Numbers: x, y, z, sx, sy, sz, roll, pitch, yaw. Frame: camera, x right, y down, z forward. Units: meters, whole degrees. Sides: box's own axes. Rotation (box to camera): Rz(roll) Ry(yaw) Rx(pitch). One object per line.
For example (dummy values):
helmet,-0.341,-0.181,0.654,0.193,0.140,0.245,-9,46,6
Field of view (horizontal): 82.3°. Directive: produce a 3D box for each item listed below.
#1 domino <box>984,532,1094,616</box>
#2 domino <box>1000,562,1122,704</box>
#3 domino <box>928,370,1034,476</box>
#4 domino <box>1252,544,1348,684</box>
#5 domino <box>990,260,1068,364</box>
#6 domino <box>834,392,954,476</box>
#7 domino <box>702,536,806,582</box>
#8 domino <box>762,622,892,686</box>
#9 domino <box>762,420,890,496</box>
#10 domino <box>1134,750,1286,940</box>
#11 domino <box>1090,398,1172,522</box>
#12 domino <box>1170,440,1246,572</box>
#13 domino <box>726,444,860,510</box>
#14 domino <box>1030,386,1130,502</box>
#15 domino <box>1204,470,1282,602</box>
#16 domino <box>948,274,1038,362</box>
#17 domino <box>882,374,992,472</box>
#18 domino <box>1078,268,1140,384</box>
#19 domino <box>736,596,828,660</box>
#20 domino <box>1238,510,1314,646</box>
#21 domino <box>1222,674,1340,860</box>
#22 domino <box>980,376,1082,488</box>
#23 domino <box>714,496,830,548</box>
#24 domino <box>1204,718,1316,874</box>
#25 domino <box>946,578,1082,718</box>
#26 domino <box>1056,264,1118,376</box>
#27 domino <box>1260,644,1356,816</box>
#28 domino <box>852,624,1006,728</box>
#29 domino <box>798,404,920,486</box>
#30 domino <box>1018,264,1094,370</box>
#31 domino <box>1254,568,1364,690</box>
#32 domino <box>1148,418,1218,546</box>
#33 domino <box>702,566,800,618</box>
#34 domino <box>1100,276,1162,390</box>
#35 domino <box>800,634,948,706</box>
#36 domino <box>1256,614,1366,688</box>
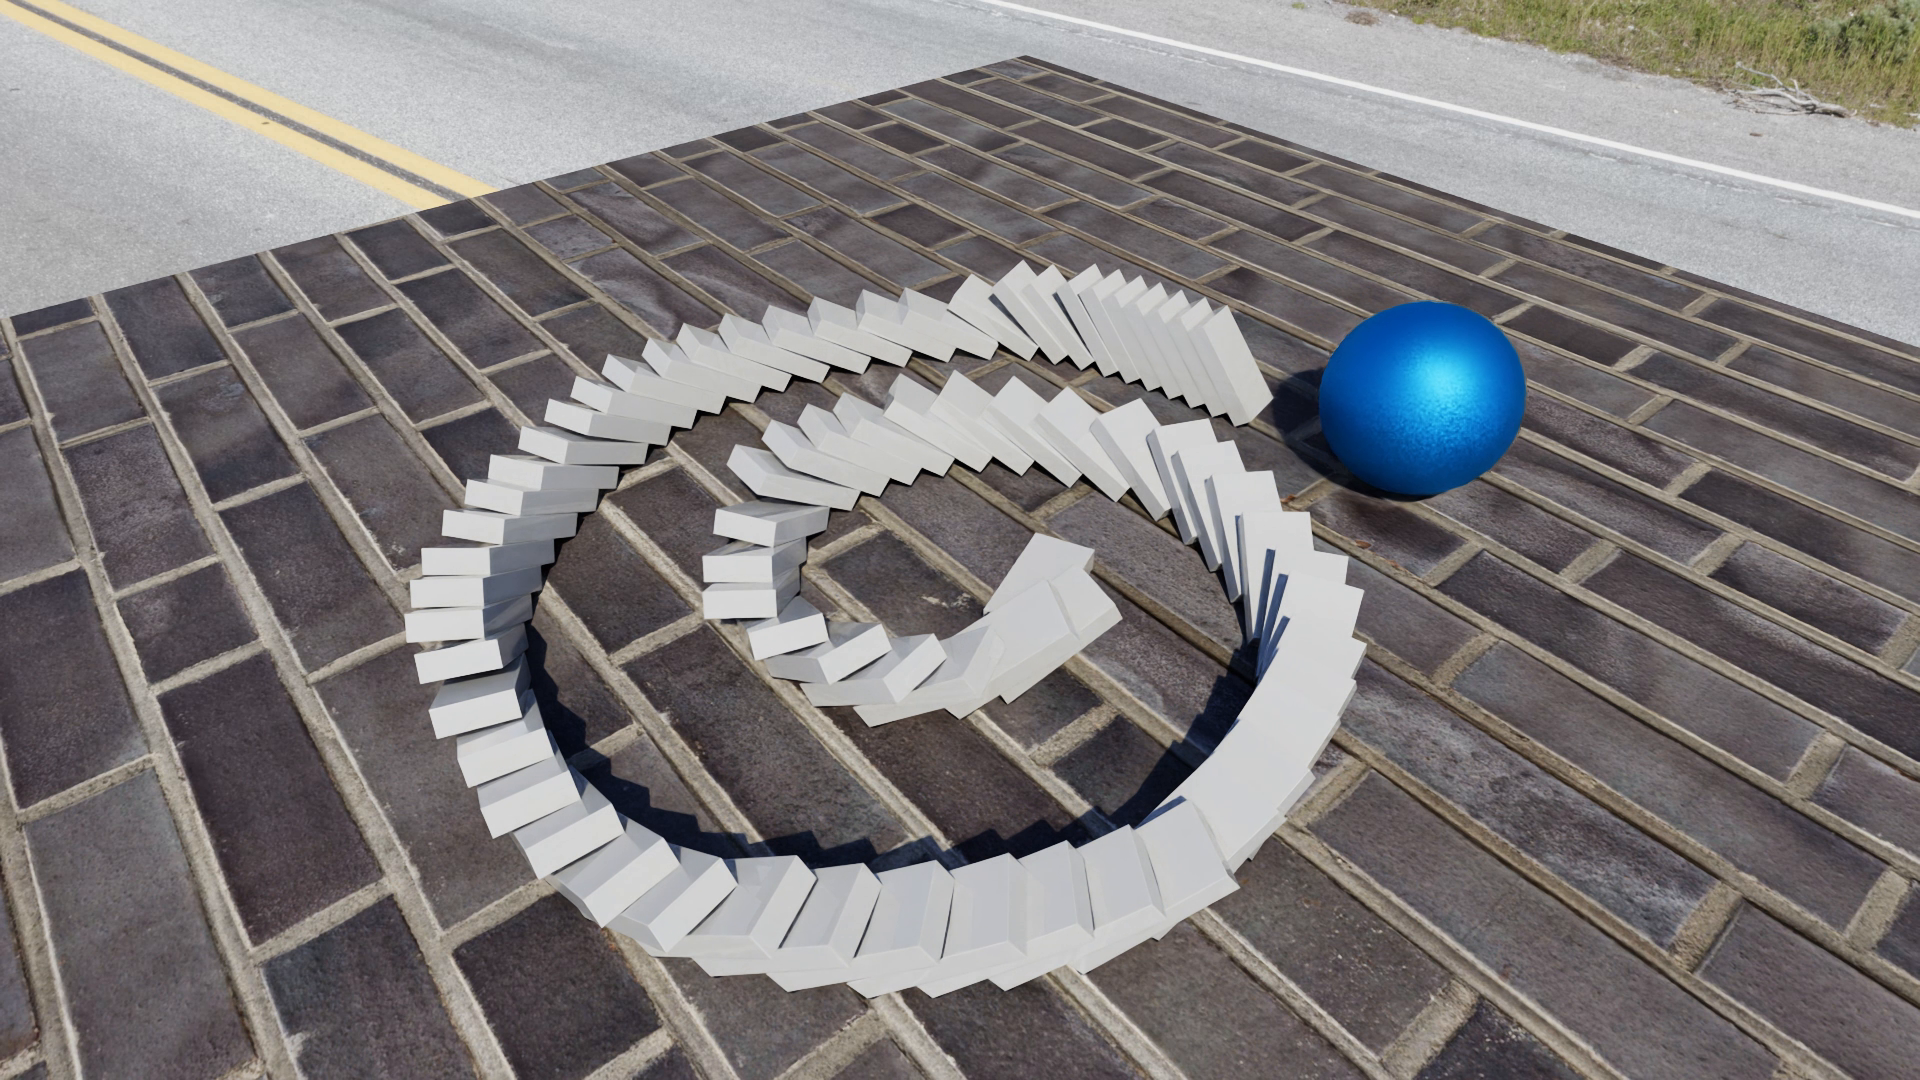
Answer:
domino,0.031,0.018,0.421,0.025,0.010,0.050,17,42,20
domino,0.029,0.032,0.388,0.050,0.010,0.025,-36,46,-3
domino,0.012,-0.052,0.487,0.050,0.010,0.025,34,38,-7
domino,0.121,0.028,0.390,0.025,0.009,0.050,10,70,12
domino,0.040,-0.116,0.561,0.050,0.009,0.025,48,45,-9
domino,-0.028,-0.046,0.476,0.050,0.009,0.025,21,21,-36
domino,-0.076,0.007,0.415,0.025,0.010,0.050,0,8,6
domino,-0.047,0.038,0.376,0.025,0.009,0.050,-28,12,-29
domino,-0.056,-0.034,0.462,0.050,0.010,0.025,17,19,-45
domino,0.066,0.087,0.315,0.050,0.009,0.025,-44,51,2
domino,0.080,-0.035,0.469,0.025,0.009,0.050,-25,72,-27
domino,0.105,-0.014,0.441,0.025,0.009,0.050,-11,69,-13
domino,-0.068,-0.025,0.454,0.050,0.009,0.025,9,24,-48
domino,0.057,-0.042,0.477,0.050,0.010,0.025,42,50,4
domino,0.113,-0.002,0.427,0.025,0.010,0.050,-4,68,-9
domino,0.021,-0.115,0.567,0.050,0.009,0.025,33,44,-2
domino,-0.009,-0.052,0.486,0.050,0.009,0.025,29,33,-16
domino,0.080,-0.106,0.544,0.009,0.050,0.025,-16,19,49
domino,-0.063,0.030,0.386,0.025,0.009,0.050,-15,8,-15
domino,0.118,0.014,0.409,0.025,0.010,0.050,1,67,1
domino,0.092,0.069,0.337,0.025,0.009,0.050,32,83,29
domino,0.036,-0.048,0.483,0.050,0.009,0.025,39,46,-1
domino,-0.073,-0.008,0.435,0.025,0.009,0.050,12,11,15
domino,0.078,0.080,0.325,0.050,0.009,0.025,-48,52,-2
domino,0.015,0.037,0.376,0.050,0.009,0.025,-33,46,12
domino,0.070,-0.110,0.550,0.009,0.050,0.025,-17,18,49
domino,0.101,0.061,0.348,0.025,0.010,0.050,28,81,29
domino,-0.010,0.046,0.365,0.050,0.009,0.025,-21,25,38
domino,-0.043,-0.041,0.470,0.050,0.009,0.025,19,21,-39
domino,0.054,-0.113,0.556,0.050,0.009,0.025,50,47,-7
domino,0.118,0.038,0.376,0.025,0.009,0.050,17,75,14
domino,0.098,-0.024,0.455,0.025,0.010,0.050,-10,69,-13
domino,-0.075,0.019,0.401,0.025,0.010,0.050,-2,8,1
domino,0.090,-0.101,0.539,0.009,0.050,0.025,-16,19,49
domino,-0.030,0.044,0.368,0.050,0.009,0.025,-12,22,50
domino,0.110,0.052,0.360,0.025,0.010,0.050,24,78,27
